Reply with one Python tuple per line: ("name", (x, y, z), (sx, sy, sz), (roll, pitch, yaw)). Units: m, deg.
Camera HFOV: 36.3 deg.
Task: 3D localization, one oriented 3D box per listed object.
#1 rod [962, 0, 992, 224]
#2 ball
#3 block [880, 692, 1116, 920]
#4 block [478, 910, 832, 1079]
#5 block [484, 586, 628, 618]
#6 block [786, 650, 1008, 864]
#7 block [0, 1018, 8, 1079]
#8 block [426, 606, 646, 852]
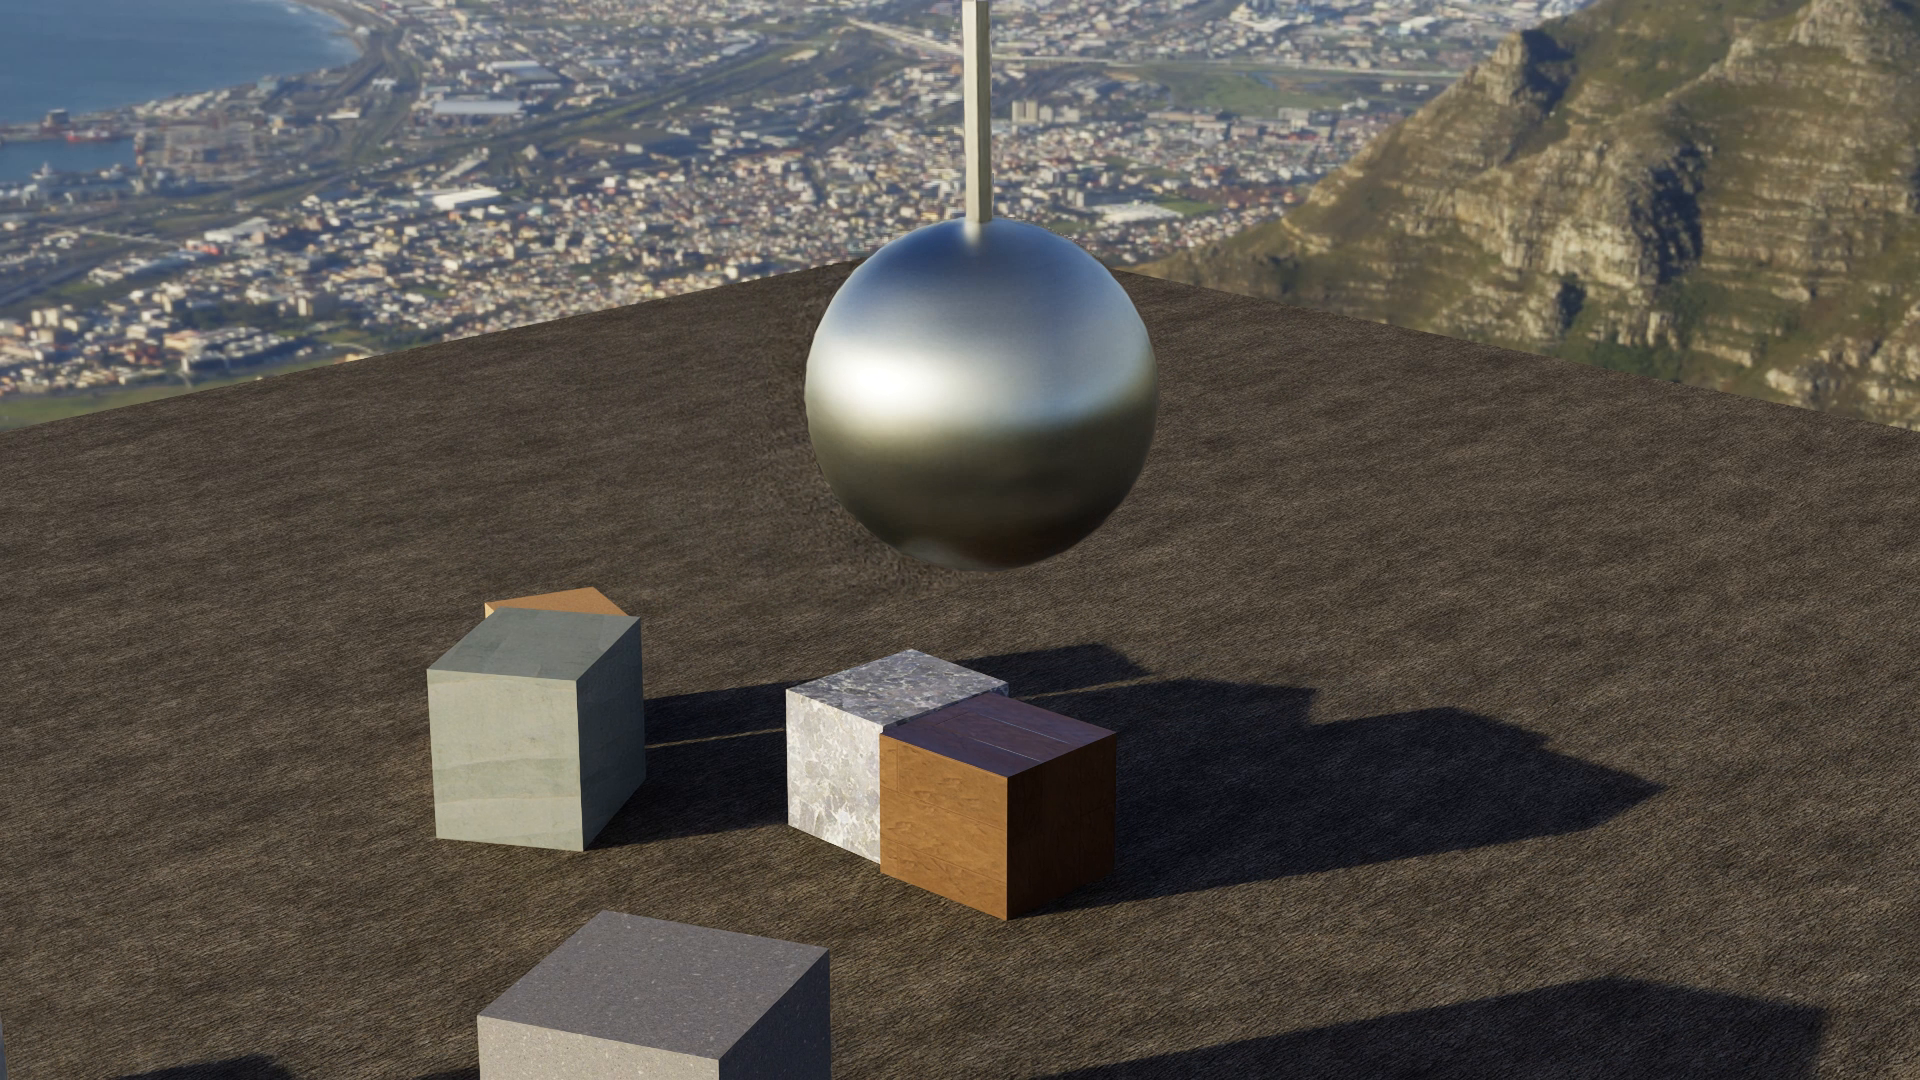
("rod", (0.042, -3.883, 12.165), (0.080, 5.200, 0.080), (17, 25, 42))
("ball", (0.097, -0.656, 13.237), (1.600, 1.600, 1.600), (0, 17, 0))
("block", (0.172, 1.199, 13.391), (0.780, 0.682, 0.744), (16, 23, 40))
("block", (-1.050, 2.002, 10.320), (0.903, 0.992, 0.910), (7, 19, 20))
("block", (-2.051, 0.680, 15.078), (0.588, 0.662, 0.593), (-9, 19, -26))
("block", (-0.295, 1.019, 13.952), (0.814, 0.690, 0.669), (-16, 24, -42))
("block", (-3.831, 2.105, 10.452), (0.651, 0.716, 0.695), (0, 17, 1))
("block", (-2.017, 0.892, 14.090), (0.730, 0.849, 0.927), (4, 18, 12))
